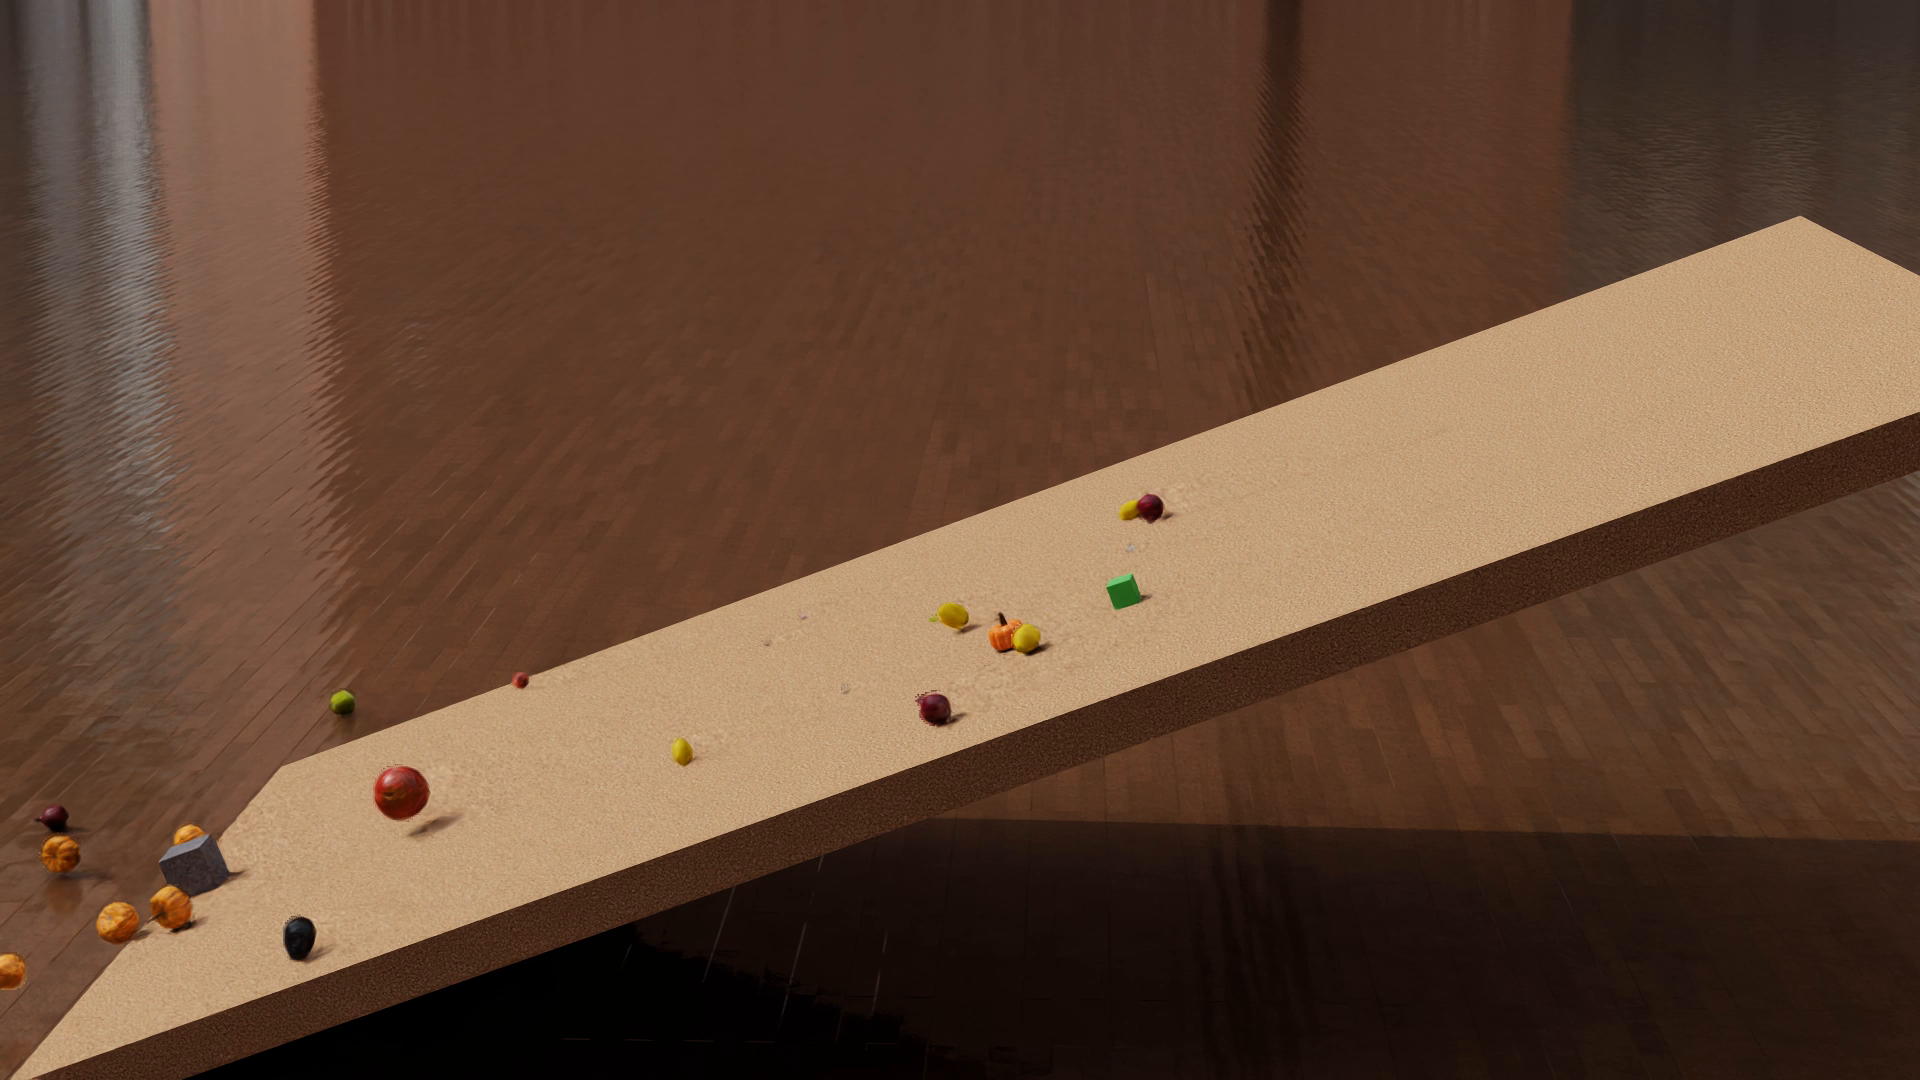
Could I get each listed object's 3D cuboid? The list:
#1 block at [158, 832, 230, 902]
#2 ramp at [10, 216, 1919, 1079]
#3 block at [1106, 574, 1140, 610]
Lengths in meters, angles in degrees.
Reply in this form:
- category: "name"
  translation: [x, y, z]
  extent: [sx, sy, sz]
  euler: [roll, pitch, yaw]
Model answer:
- category: "block"
  translation: [-1.695, 0.725, 6.509]
  extent: [0.100, 0.100, 0.100]
  euler: [-20, 12, 6]
- category: "ramp"
  translation: [0.118, 0.176, 6.295]
  extent: [4.000, 0.100, 2.000]
  euler: [-20, 12, 7]
- category: "block"
  translation: [0.327, 0.103, 5.877]
  extent: [0.051, 0.051, 0.051]
  euler: [-18, 12, 13]
